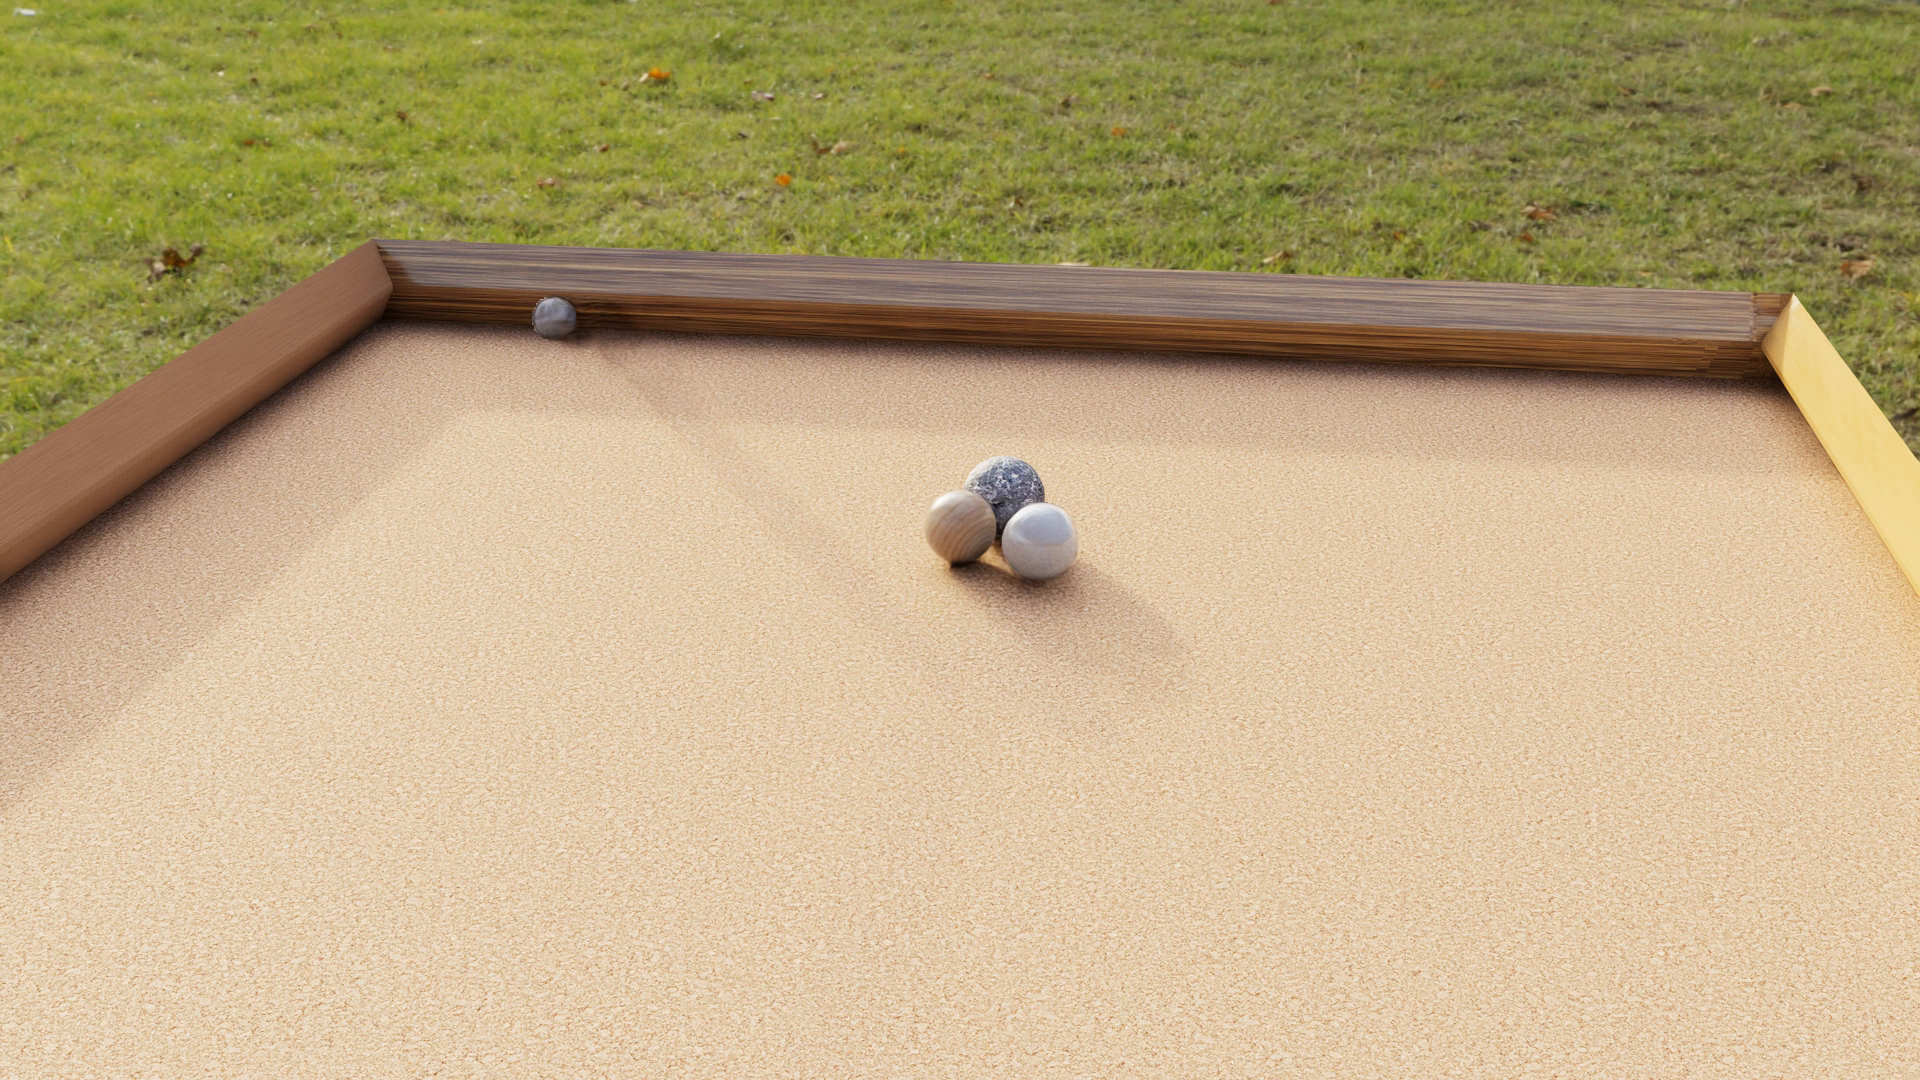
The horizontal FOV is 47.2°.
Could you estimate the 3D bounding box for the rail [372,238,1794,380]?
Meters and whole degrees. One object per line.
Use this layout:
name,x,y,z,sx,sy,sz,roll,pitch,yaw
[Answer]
rail,0.131,-0.339,3.249,2.109,0.126,0.045,3,22,8

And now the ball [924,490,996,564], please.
ball,0.000,-0.015,2.498,0.083,0.083,0.083,0,22,0

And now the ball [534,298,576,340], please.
ball,-0.612,-0.336,3.328,0.063,0.063,0.063,0,22,0

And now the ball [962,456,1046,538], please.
ball,0.051,-0.050,2.566,0.097,0.097,0.097,0,22,0

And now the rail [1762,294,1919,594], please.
rail,0.884,0.359,1.501,0.045,0.126,3.540,3,22,8

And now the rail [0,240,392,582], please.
rail,-1.153,0.243,1.791,0.045,0.126,3.540,3,22,8

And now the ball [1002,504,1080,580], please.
ball,0.090,0.002,2.451,0.086,0.086,0.086,0,22,0
